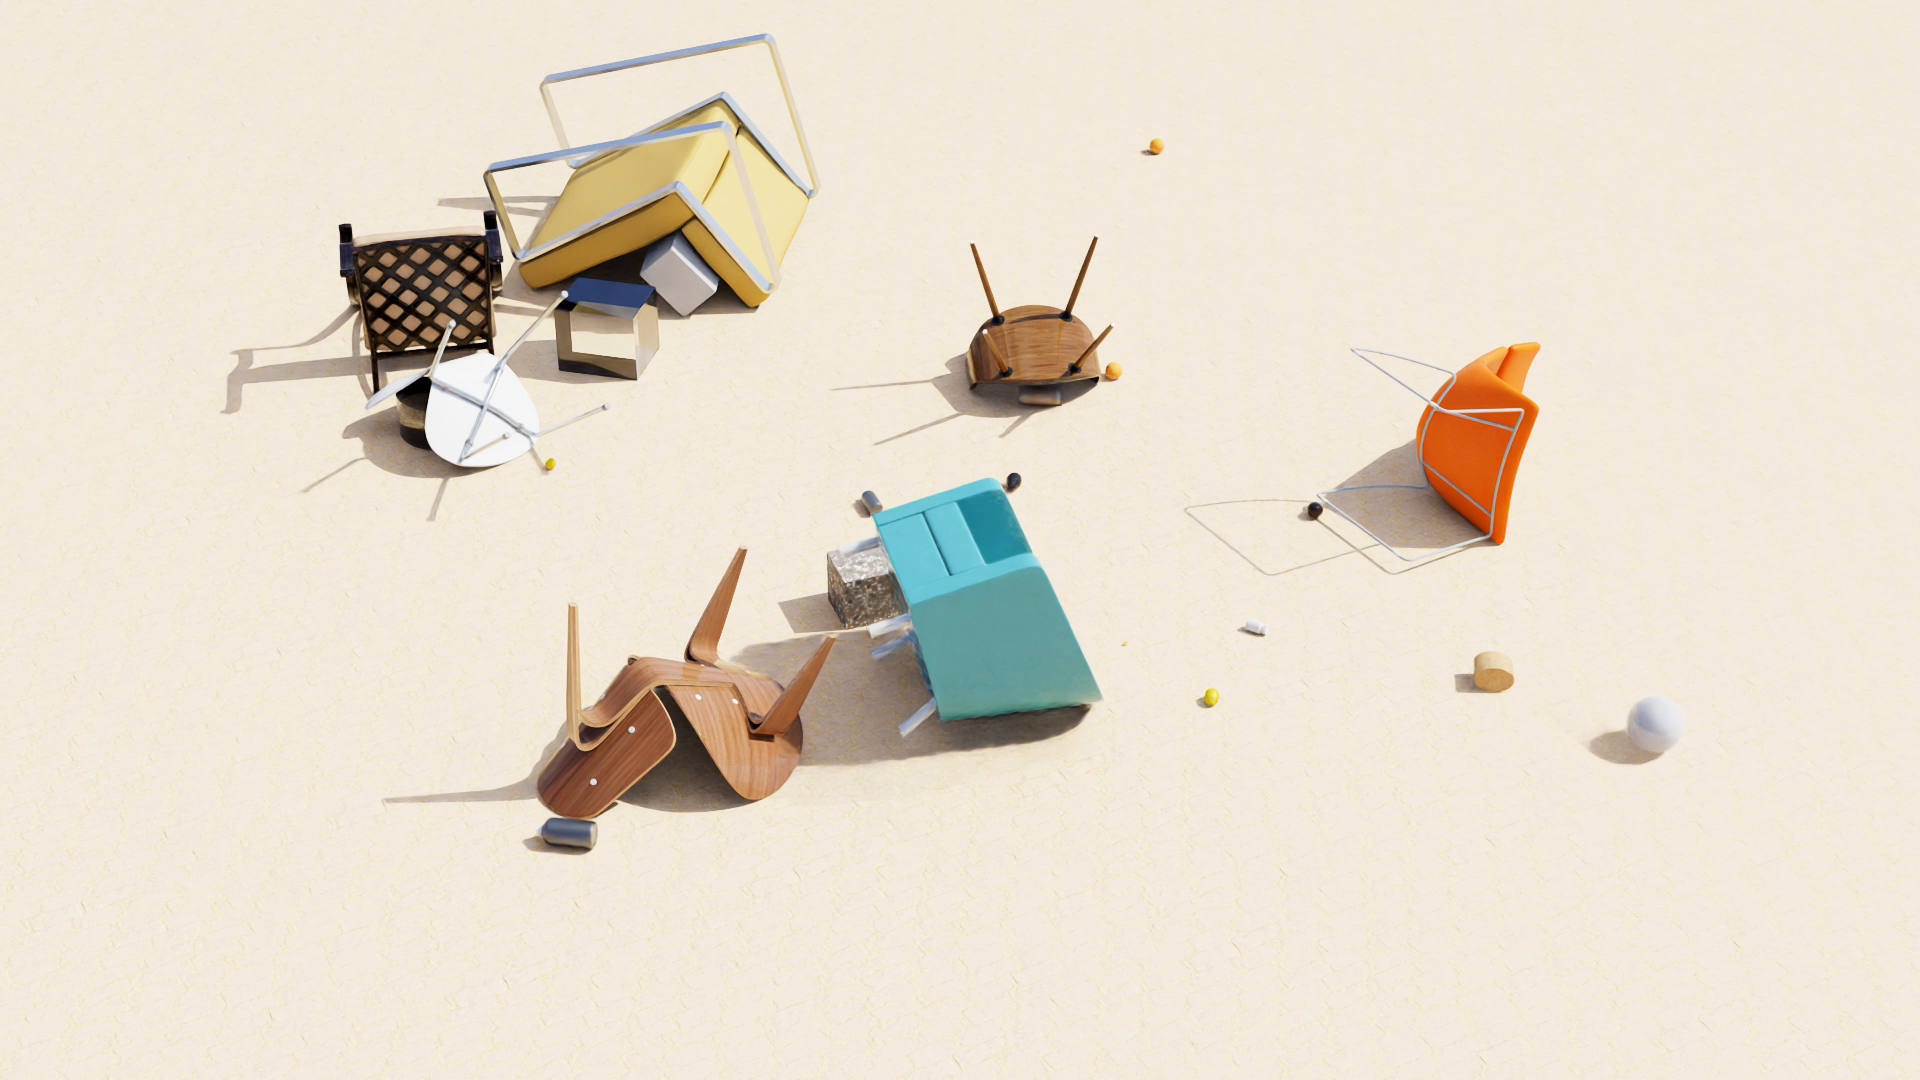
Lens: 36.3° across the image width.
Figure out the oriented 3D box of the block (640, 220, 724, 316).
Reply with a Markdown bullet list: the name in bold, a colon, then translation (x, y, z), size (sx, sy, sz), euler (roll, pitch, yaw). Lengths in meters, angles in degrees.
- **block**: translation (-1.175, -1.147, 12.392), size (0.188, 0.265, 0.262), euler (-35, 24, 24)

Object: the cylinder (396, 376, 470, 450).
- **cylinder**: translation (-2.076, -0.498, 11.537), size (0.305, 0.180, 0.244), euler (25, 41, 33)

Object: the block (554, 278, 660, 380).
- **block**: translation (-1.443, -0.865, 11.997), size (0.339, 0.286, 0.281), euler (8, 34, 12)

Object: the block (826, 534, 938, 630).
- **block**: translation (-0.277, 0.149, 10.532), size (0.352, 0.205, 0.209), euler (-11, 35, -17)

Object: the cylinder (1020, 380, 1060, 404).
- **cylinder**: translation (0.323, -0.595, 11.774), size (0.163, 0.081, 0.142), euler (1, 30, 2)

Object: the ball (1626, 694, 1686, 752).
- **ball**: translation (2.334, 0.615, 9.837), size (0.192, 0.192, 0.192), euler (0, 33, 0)

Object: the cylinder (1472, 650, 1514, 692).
- **cylinder**: translation (1.850, 0.455, 10.164), size (0.137, 0.099, 0.102), euler (7, 34, 1)
